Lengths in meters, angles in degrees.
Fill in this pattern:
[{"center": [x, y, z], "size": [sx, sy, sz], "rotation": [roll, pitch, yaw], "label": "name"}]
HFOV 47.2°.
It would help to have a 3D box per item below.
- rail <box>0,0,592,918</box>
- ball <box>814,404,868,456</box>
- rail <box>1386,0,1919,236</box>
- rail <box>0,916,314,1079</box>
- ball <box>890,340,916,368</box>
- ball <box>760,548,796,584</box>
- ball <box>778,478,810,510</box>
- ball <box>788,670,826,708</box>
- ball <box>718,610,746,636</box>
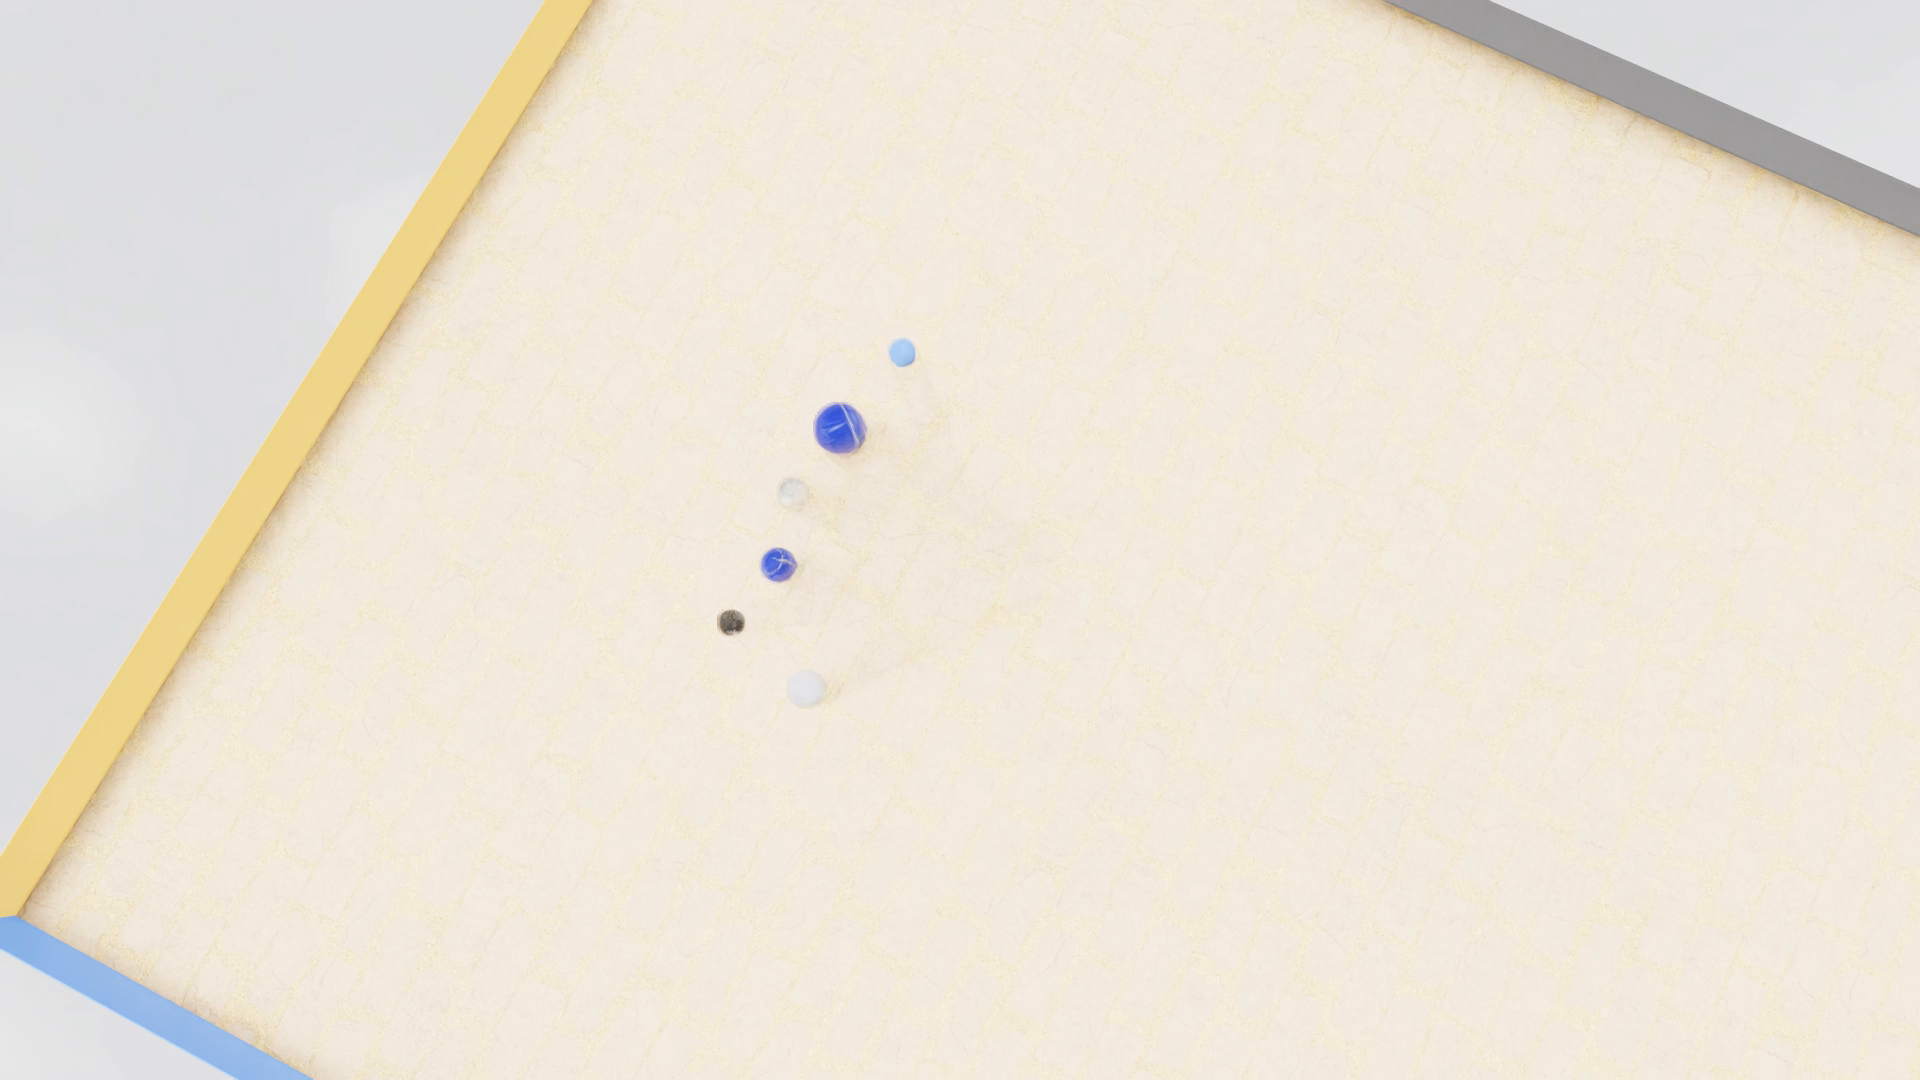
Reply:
[{"center": [-0.874, -0.435, 3.488], "size": [0.045, 0.106, 2.368], "rotation": [26, 75, 8], "label": "rail"}, {"center": [-0.185, -0.172, 3.423], "size": [0.082, 0.082, 0.082], "rotation": [0, 73, 0], "label": "ball"}, {"center": [1.423, -0.560, 3.526], "size": [4.021, 0.106, 0.045], "rotation": [26, 75, 8], "label": "rail"}, {"center": [0.368, 1.420, 2.930], "size": [4.021, 0.106, 0.045], "rotation": [26, 75, 8], "label": "rail"}, {"center": [-0.090, -0.295, 3.480], "size": [0.043, 0.043, 0.043], "rotation": [0, 73, 0], "label": "ball"}, {"center": [-0.278, 0.039, 3.373], "size": [0.055, 0.055, 0.055], "rotation": [0, 73, 0], "label": "ball"}, {"center": [-0.257, -0.072, 3.410], "size": [0.049, 0.049, 0.049], "rotation": [0, 73, 0], "label": "ball"}, {"center": [-0.230, 0.223, 3.316], "size": [0.057, 0.057, 0.057], "rotation": [0, 73, 0], "label": "ball"}, {"center": [-0.347, 0.126, 3.354], "size": [0.041, 0.041, 0.041], "rotation": [0, 73, 0], "label": "ball"}]
